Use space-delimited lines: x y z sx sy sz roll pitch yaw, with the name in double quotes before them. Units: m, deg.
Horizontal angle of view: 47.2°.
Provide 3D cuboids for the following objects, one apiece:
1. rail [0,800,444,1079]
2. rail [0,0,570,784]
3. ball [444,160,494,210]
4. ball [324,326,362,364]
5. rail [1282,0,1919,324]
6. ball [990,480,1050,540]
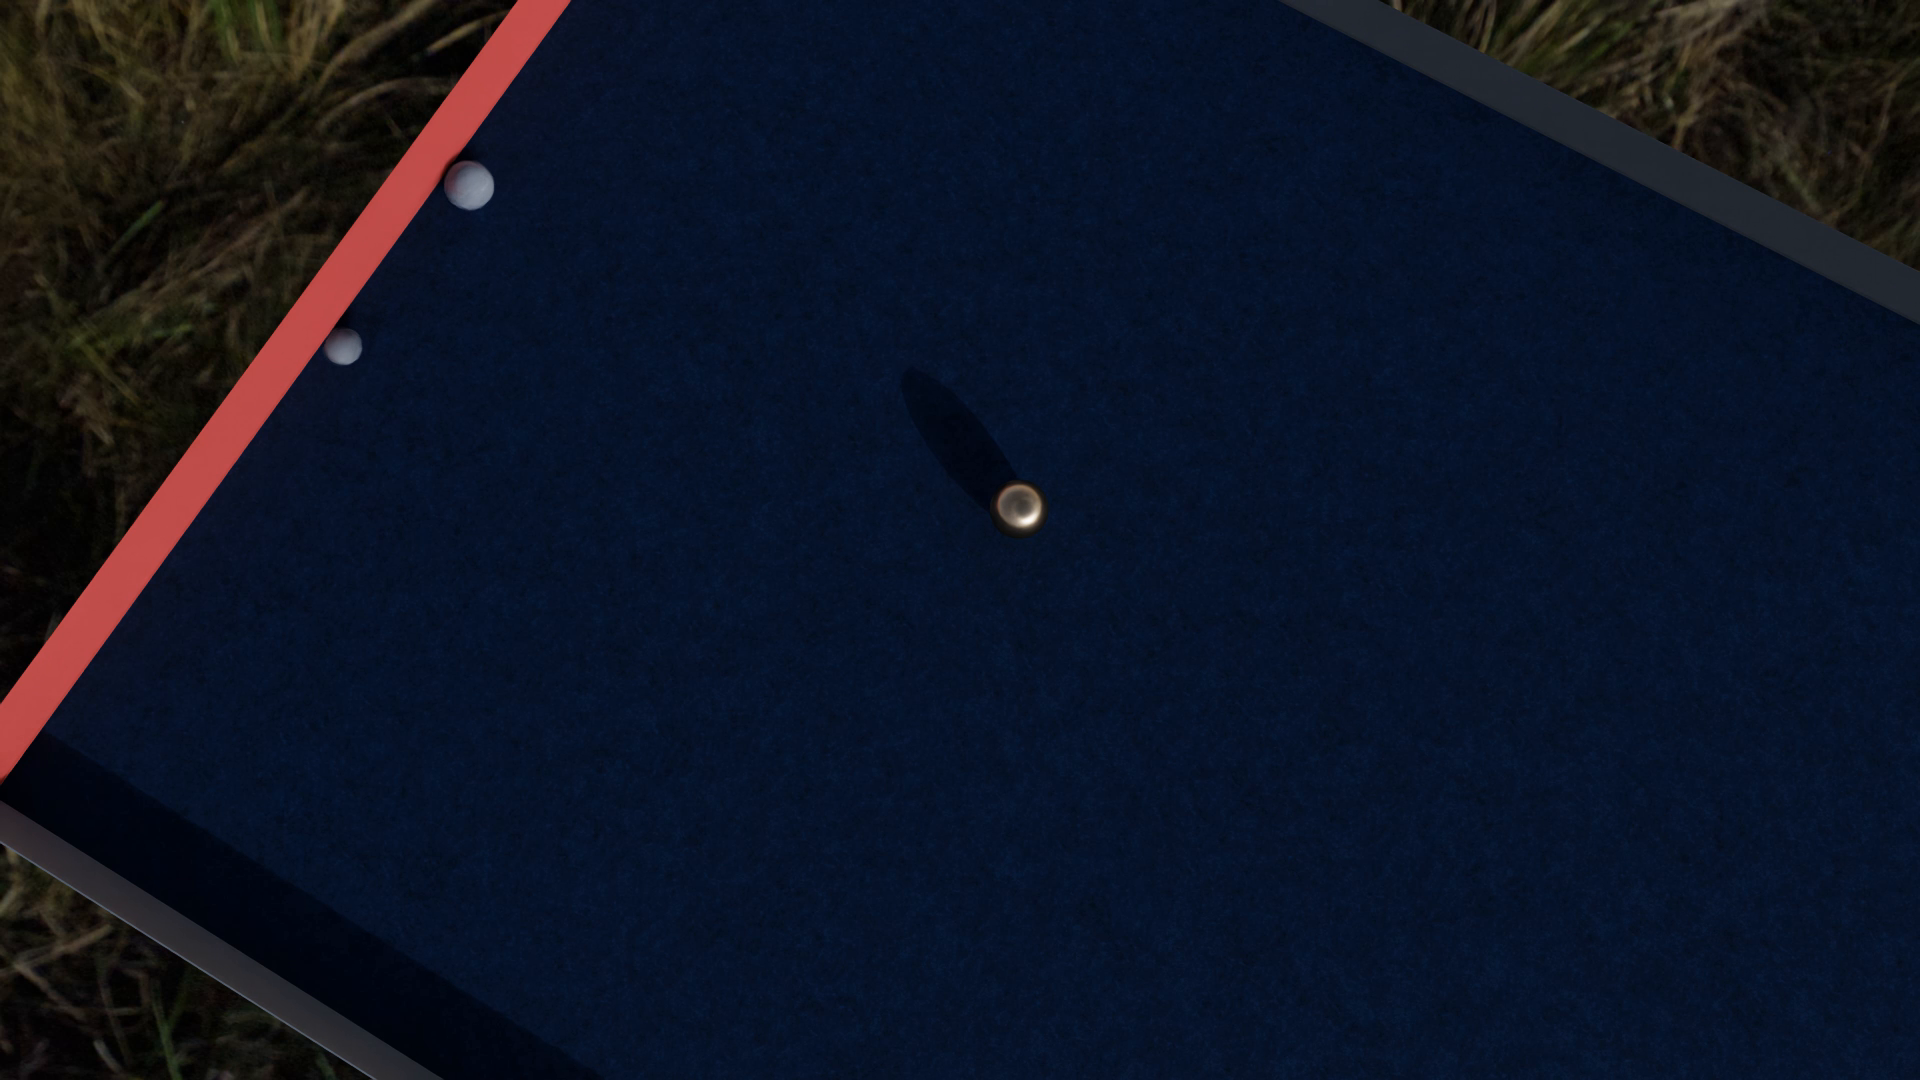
"rail" 0.372 1.411 2.920 4.292 0.120 0.045 29 75 9
"rail" -0.904 -0.515 3.521 0.045 0.120 2.230 29 75 9
"ball" -0.795 -0.575 3.561 0.081 0.081 0.081 0 73 0
"ball" -0.978 -0.308 3.489 0.060 0.060 0.060 0 73 0
"rail" 1.478 -0.386 3.481 4.292 0.120 0.045 29 75 9
"ball" 0.091 -0.048 3.391 0.092 0.092 0.092 0 73 0
